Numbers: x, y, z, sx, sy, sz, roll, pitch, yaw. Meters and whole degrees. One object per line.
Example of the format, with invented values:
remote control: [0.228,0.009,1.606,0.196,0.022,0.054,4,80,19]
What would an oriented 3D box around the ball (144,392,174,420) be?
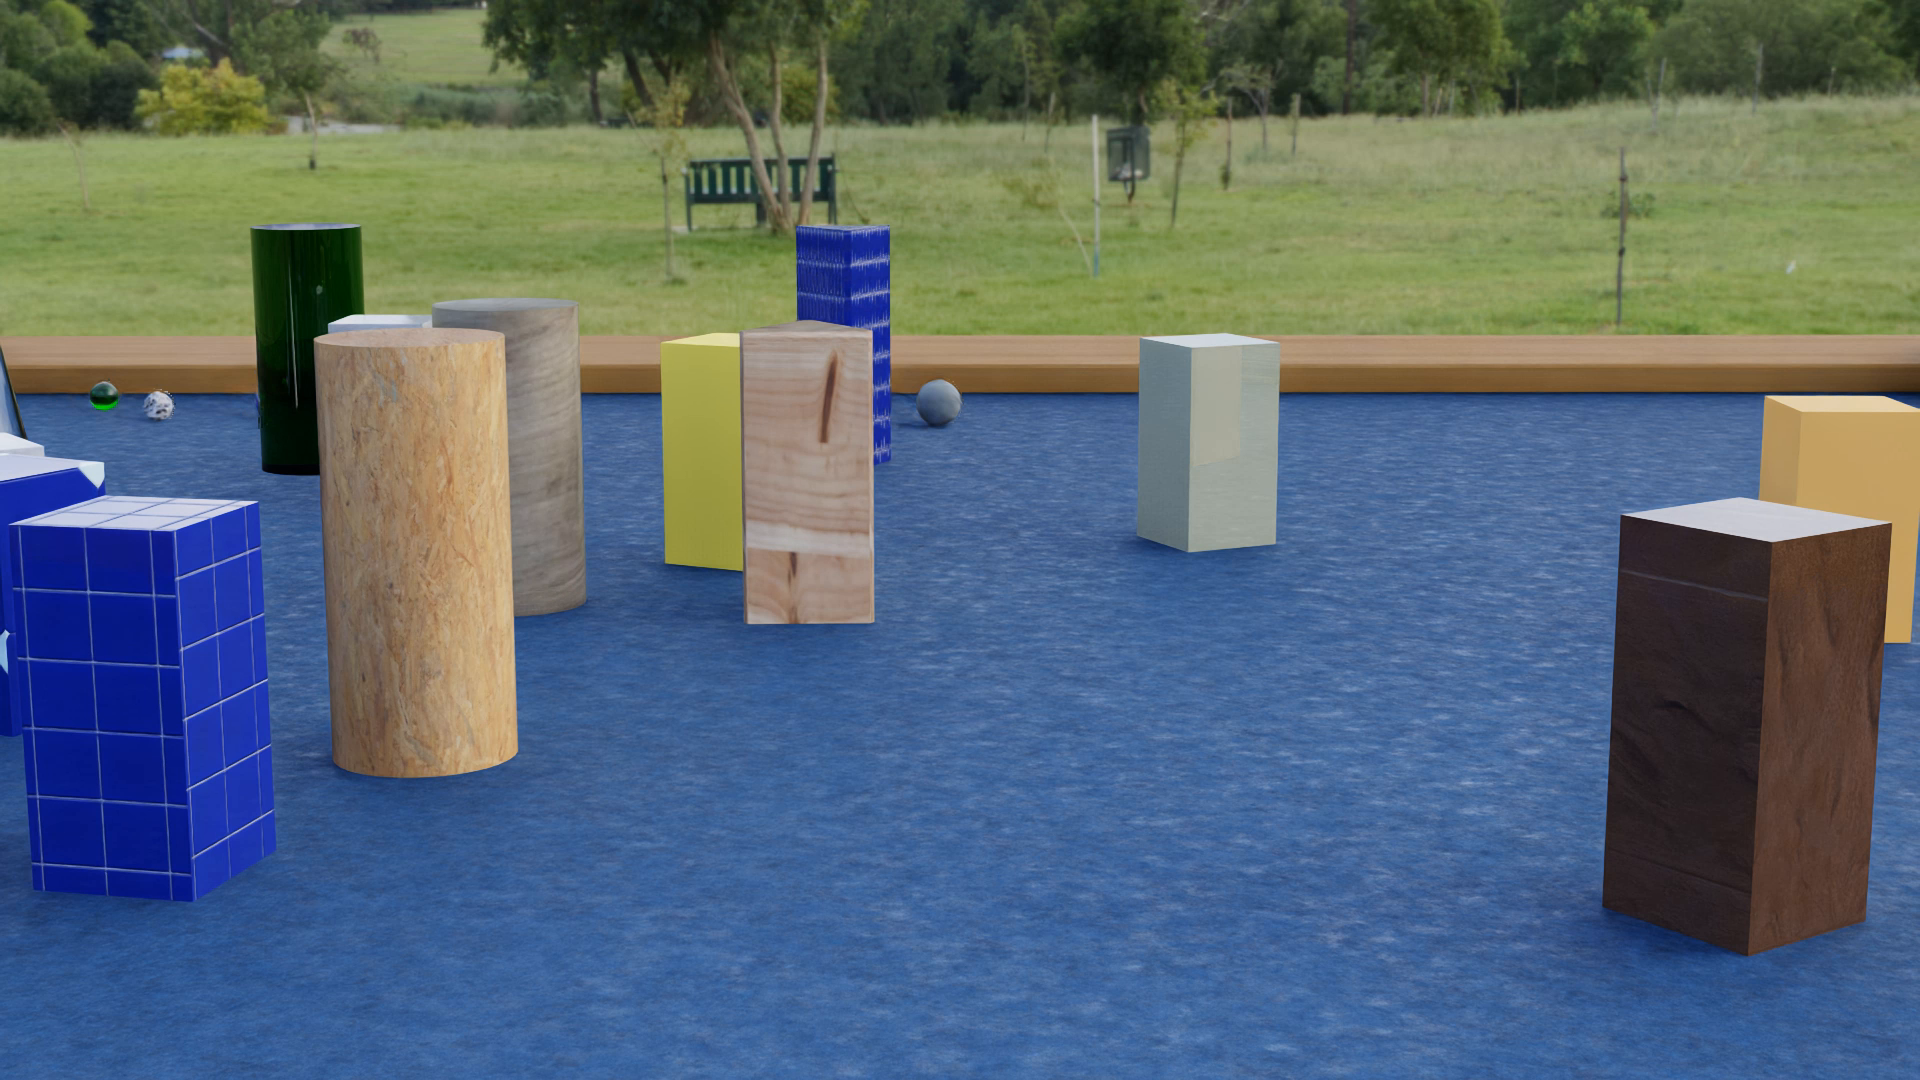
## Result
ball: [-1.656,-0.276,5.300,0.060,0.060,0.060,0,11,0]

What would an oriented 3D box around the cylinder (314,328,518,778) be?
cylinder: [-0.572,0.009,2.707,0.195,0.447,0.195,0,11,0]

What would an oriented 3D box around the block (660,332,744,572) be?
block: [-0.331,-0.133,3.797,0.156,0.327,0.156,5,12,26]

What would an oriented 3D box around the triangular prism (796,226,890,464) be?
triangular prism: [-0.190,-0.356,4.705,0.146,0.435,0.169,-7,13,-35]

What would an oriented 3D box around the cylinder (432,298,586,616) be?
cylinder: [-0.611,-0.116,3.484,0.195,0.408,0.195,0,11,0]

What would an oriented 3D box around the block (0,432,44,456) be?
block: [-1.272,0.001,3.293,0.156,0.249,0.156,-8,13,-37]

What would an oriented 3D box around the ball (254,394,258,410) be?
ball: [-1.428,-0.287,5.330,0.071,0.071,0.071,0,11,0]

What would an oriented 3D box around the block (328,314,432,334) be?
block: [-0.960,-0.219,4.320,0.156,0.305,0.156,0,11,1]

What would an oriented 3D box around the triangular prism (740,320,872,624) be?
triangular prism: [-0.202,-0.094,3.424,0.169,0.386,0.146,0,11,-2]

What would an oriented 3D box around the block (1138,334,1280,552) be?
block: [0.381,-0.153,3.950,0.156,0.310,0.156,-5,12,-25]

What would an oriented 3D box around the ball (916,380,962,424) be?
ball: [-0.043,-0.281,5.239,0.092,0.092,0.092,0,11,0]

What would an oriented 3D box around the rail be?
rail: [-0.013,-0.391,5.730,4.413,0.127,0.045,0,11,0]

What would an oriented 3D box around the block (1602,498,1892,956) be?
block: [0.671,0.153,2.196,0.156,0.349,0.156,-7,13,-34]

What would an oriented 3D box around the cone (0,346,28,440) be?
cone: [-1.534,-0.250,4.004,0.195,0.482,0.195,0,11,0]

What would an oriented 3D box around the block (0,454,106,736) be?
block: [-1.072,0.058,2.890,0.156,0.283,0.156,5,12,27]

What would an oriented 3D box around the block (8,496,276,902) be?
block: [-0.735,0.139,2.320,0.156,0.332,0.156,2,11,12]

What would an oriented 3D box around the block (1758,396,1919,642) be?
block: [1.135,-0.029,3.322,0.156,0.297,0.156,0,11,1]

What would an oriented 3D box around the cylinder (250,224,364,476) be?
cylinder: [-1.177,-0.349,4.657,0.195,0.438,0.195,0,11,0]

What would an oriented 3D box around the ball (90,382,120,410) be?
ball: [-1.819,-0.305,5.456,0.061,0.061,0.061,0,11,0]
